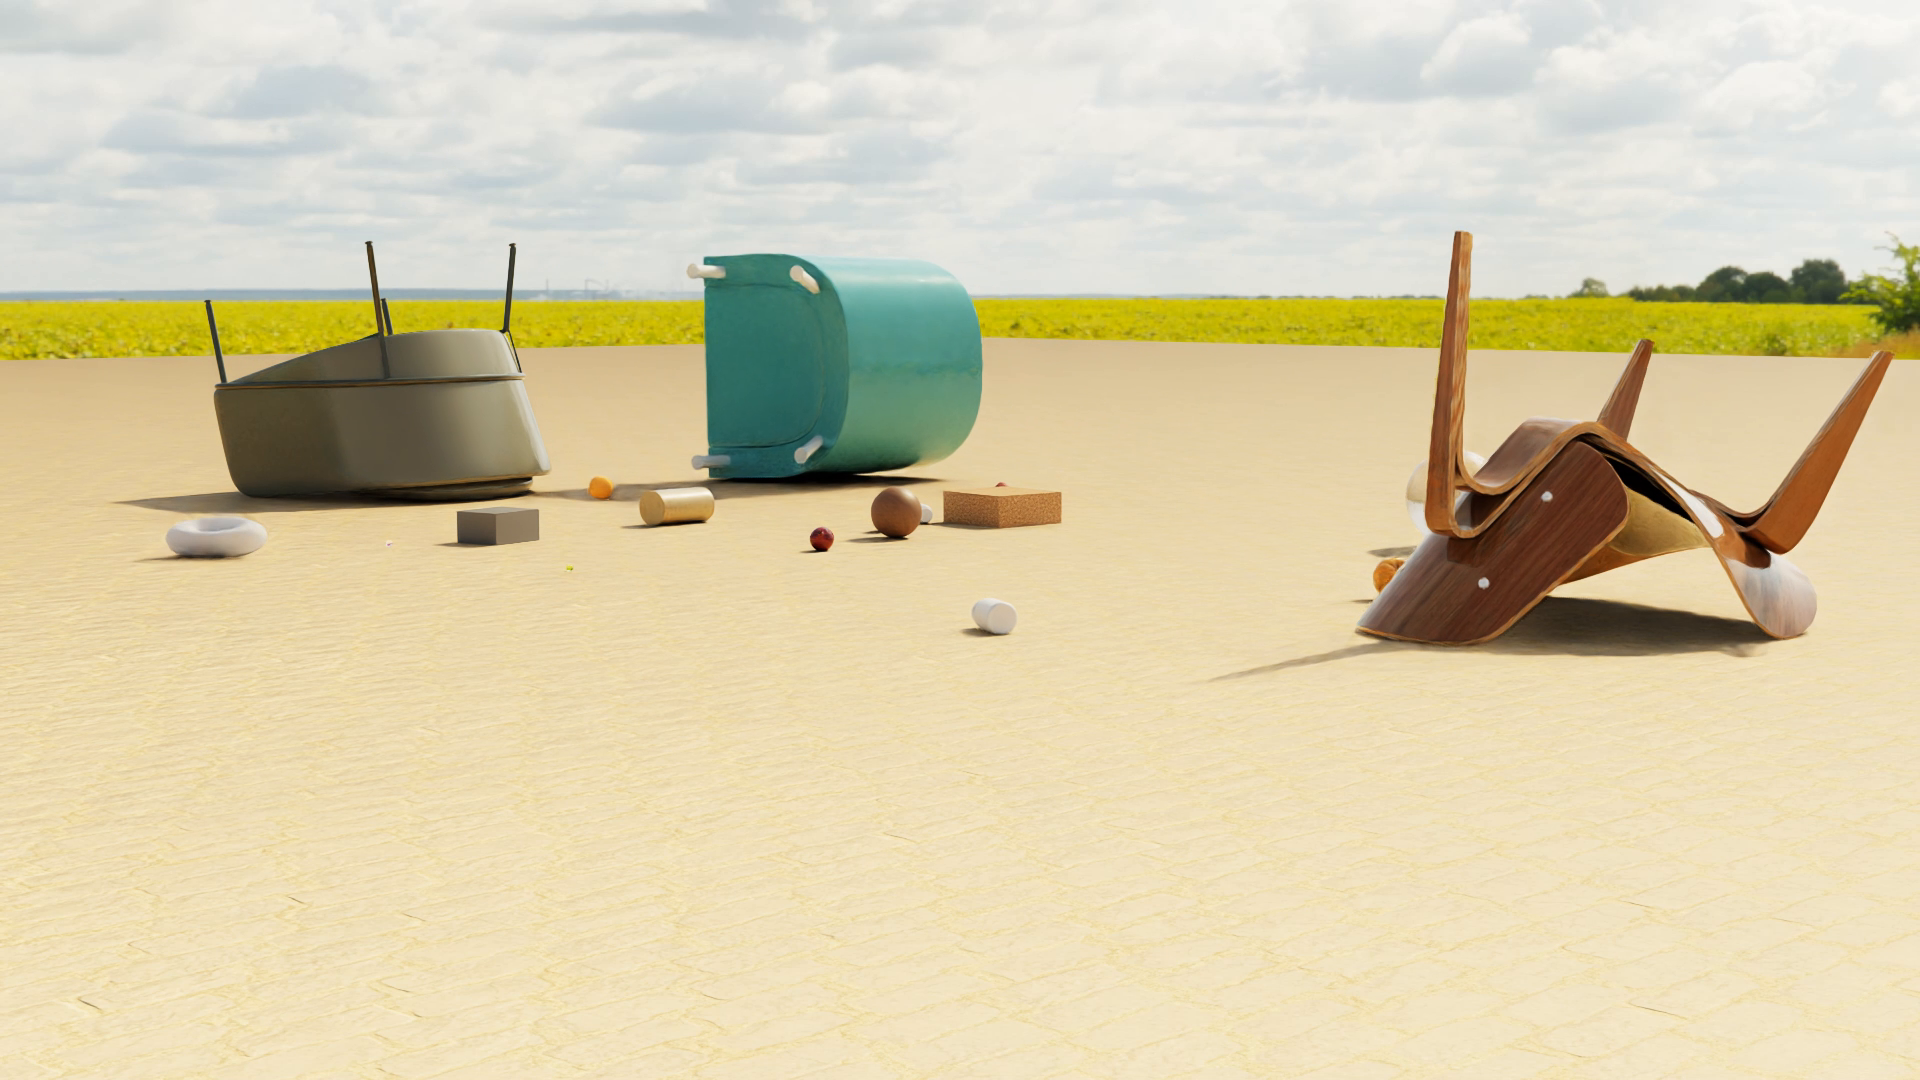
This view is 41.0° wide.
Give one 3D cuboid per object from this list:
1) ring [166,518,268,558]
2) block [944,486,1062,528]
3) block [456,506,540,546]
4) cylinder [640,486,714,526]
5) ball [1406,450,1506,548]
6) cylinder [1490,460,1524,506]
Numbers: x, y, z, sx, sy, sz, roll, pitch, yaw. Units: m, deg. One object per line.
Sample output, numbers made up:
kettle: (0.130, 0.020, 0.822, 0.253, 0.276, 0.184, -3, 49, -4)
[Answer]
ring: (-1.750, -0.005, 6.039, 0.237, 0.070, 0.116, -2, 26, -1)
block: (0.113, -0.089, 6.862, 0.220, 0.084, 0.229, -5, 8, -39)
block: (-1.147, -0.035, 6.372, 0.131, 0.078, 0.154, 4, 7, 33)
cylinder: (-0.753, -0.090, 6.831, 0.104, 0.093, 0.175, -1, 4, 43)
ball: (1.200, -0.100, 6.221, 0.239, 0.239, 0.239, 0, 6, 0)
cylinder: (1.520, -0.157, 7.288, 0.114, 0.137, 0.152, -22, -7, 32)
